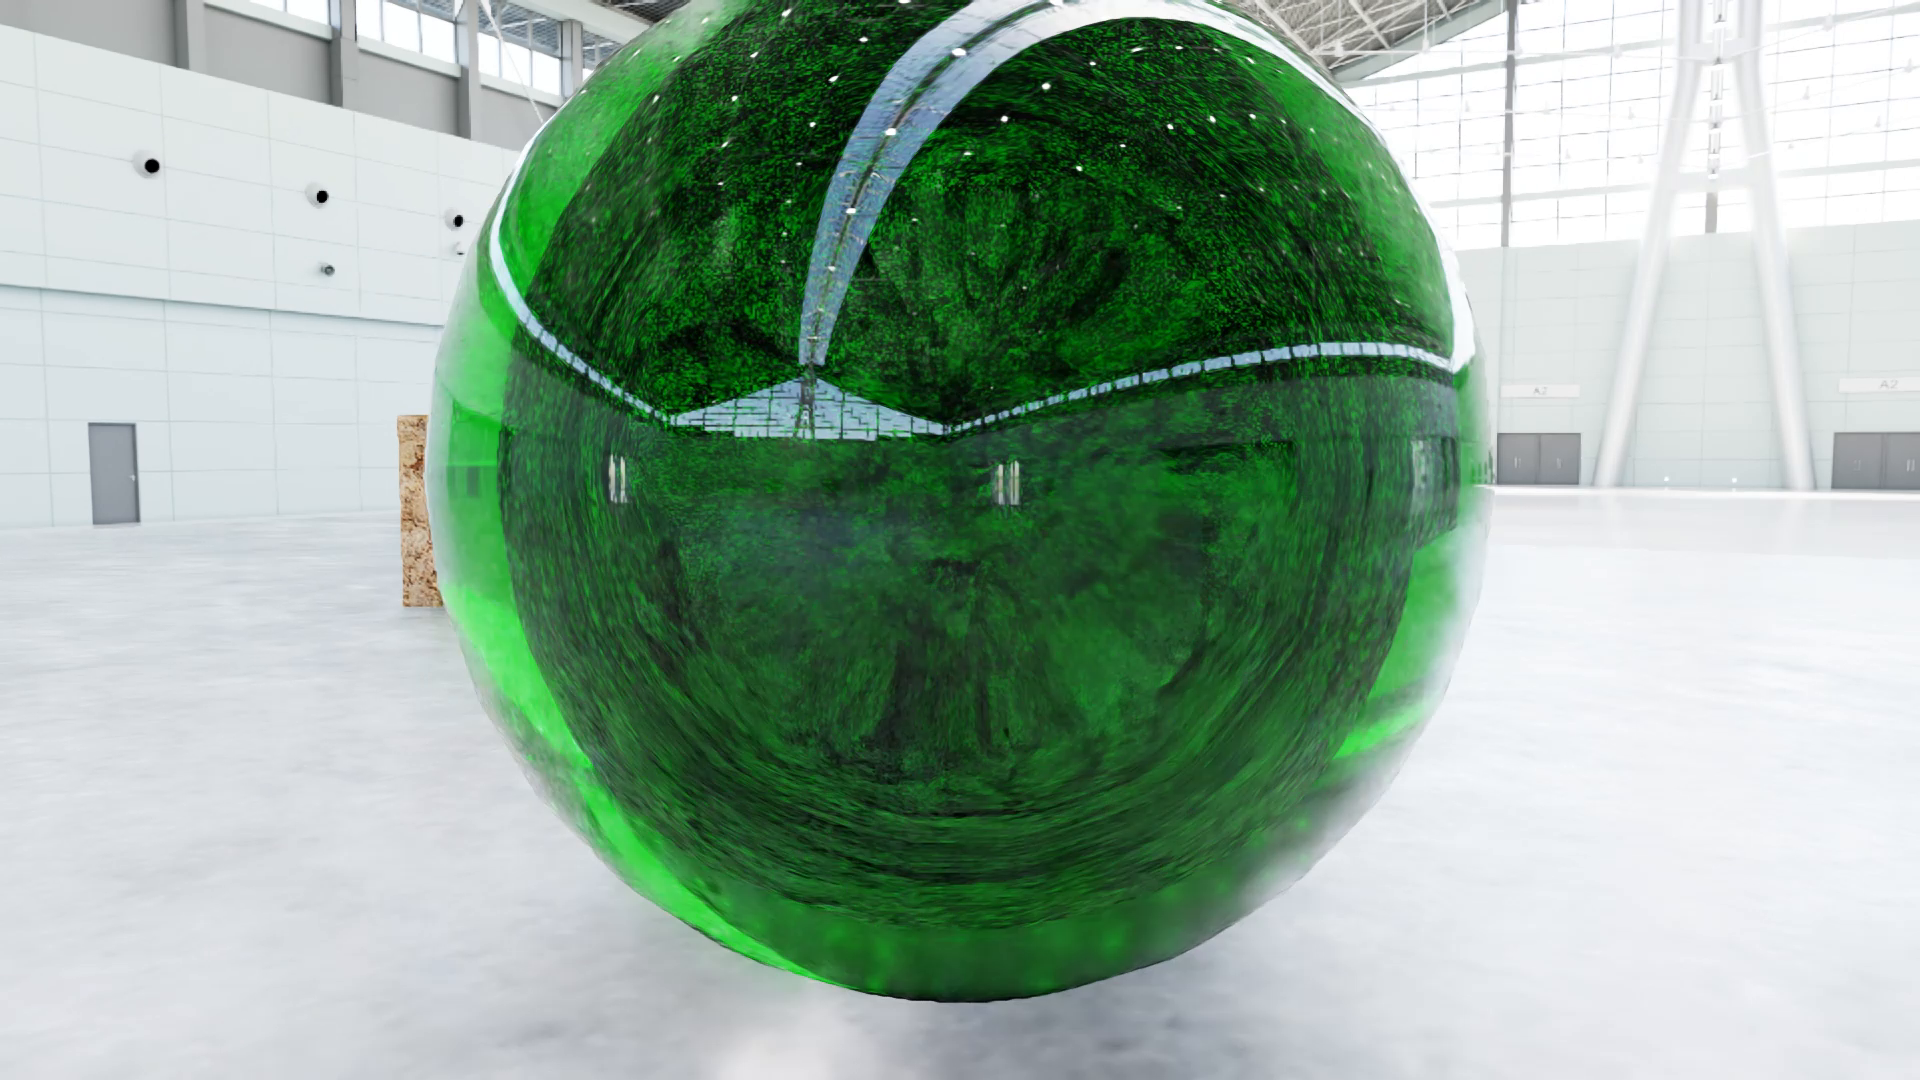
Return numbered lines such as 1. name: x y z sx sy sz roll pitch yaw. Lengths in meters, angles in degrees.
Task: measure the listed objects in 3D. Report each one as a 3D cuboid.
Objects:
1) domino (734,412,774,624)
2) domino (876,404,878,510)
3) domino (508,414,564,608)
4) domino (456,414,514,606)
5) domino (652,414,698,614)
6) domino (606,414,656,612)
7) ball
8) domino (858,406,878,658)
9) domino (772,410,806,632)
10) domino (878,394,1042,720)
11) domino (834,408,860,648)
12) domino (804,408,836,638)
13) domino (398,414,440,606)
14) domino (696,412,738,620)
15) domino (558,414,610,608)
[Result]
1. domino: -0.042 -0.006 0.313 0.010 0.050 0.025 4 6 43
2. domino: -0.003 -0.001 0.247 0.025 0.050 0.010 -1 4 -14
3. domino: -0.110 -0.008 0.346 0.010 0.050 0.025 1 4 9
4. domino: -0.126 -0.008 0.347 0.010 0.050 0.025 0 4 0
5. domino: -0.067 -0.007 0.331 0.010 0.050 0.025 2 5 29
6. domino: -0.081 -0.008 0.337 0.009 0.050 0.025 2 5 22
7. ball: 0.000 -0.005 0.103 0.080 0.080 0.080 0 4 0
8. domino: -0.007 -0.002 0.262 0.025 0.050 0.010 -2 5 -20
9. domino: -0.031 -0.005 0.301 0.025 0.050 0.010 -4 6 -41
10. domino: 0.000 0.002 0.201 0.025 0.050 0.010 0 4 0
11. domino: -0.014 -0.003 0.276 0.025 0.050 0.010 -2 5 -27
12. domino: -0.021 -0.004 0.289 0.025 0.050 0.010 -3 5 -34
13. domino: -0.141 -0.008 0.346 0.009 0.050 0.025 0 4 -1
14. domino: -0.054 -0.007 0.322 0.010 0.050 0.025 3 5 36
15. domino: -0.095 -0.008 0.342 0.009 0.050 0.025 1 4 16
